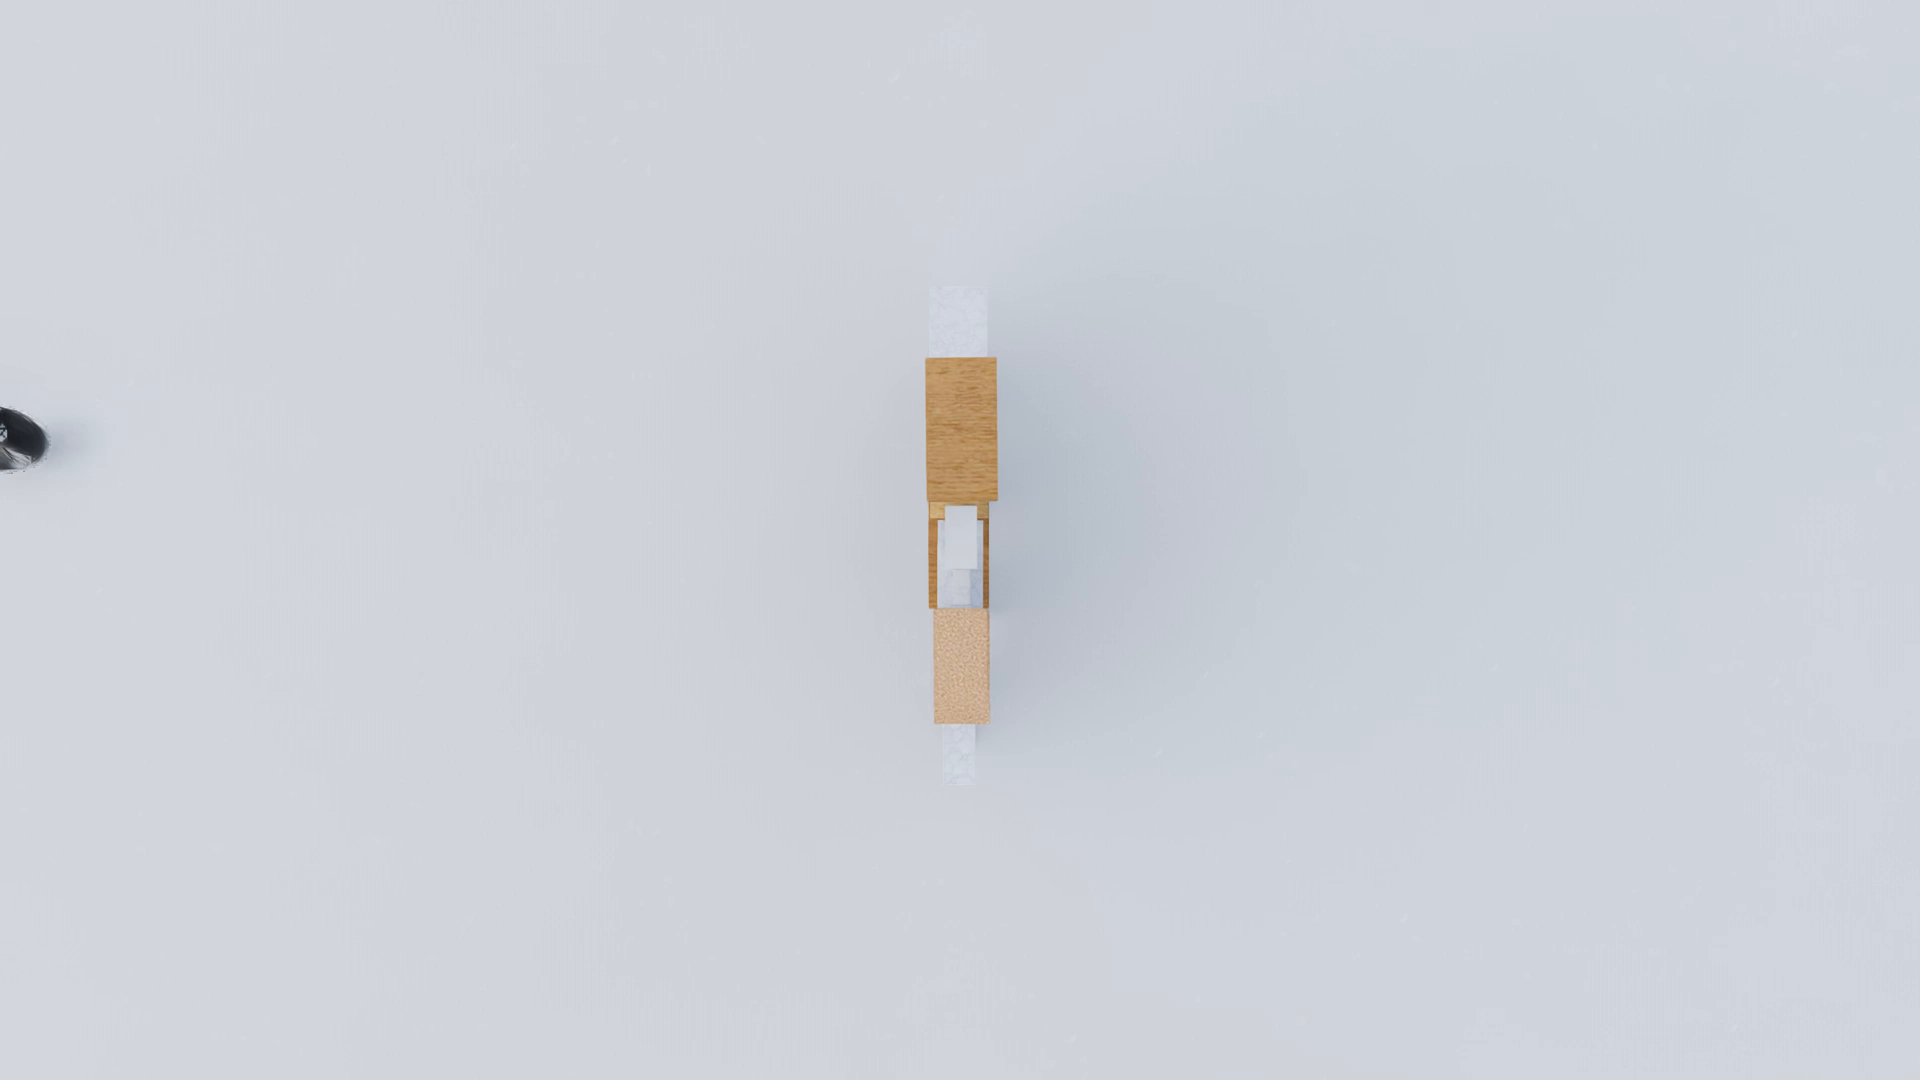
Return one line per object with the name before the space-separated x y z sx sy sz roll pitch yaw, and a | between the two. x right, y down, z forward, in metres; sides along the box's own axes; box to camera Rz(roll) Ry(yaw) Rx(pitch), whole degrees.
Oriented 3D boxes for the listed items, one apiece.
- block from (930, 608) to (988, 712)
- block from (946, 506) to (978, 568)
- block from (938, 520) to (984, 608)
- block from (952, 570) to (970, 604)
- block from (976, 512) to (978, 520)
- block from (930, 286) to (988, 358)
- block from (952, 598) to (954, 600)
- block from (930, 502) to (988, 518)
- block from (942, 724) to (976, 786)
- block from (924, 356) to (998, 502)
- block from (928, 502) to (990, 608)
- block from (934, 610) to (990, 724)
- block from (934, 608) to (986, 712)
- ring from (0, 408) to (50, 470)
block | -0.004 0.349 5.115 0.180 0.051 0.360 0 90 0
block | 0.003 -0.007 4.203 0.080 0.023 0.160 0 90 0
block | 0.001 0.069 4.467 0.122 0.035 0.245 0 90 0
block | 0.004 0.123 4.352 0.046 0.013 0.092 -2 90 0
block | 0.004 -0.061 4.295 0.080 0.160 0.023 0 90 0
block | -0.004 -0.535 4.551 0.161 0.046 0.322 0 90 0
block | 0.002 0.154 4.404 0.046 0.092 0.013 0 90 0
block | -0.002 -0.213 4.397 0.155 0.044 0.311 0 90 0
block | -0.003 0.603 4.693 0.093 0.026 0.185 0 90 0
block | 0.004 -0.268 4.004 0.173 0.049 0.347 -1 90 0
block | -0.004 0.022 4.754 0.175 0.049 0.349 0 90 0
block | 0.005 0.350 4.540 0.154 0.044 0.309 0 90 0
block | 0.002 0.307 4.234 0.132 0.037 0.265 0 90 0
ring | -3.153 -0.330 5.322 0.378 0.378 0.126 -4 72 0
